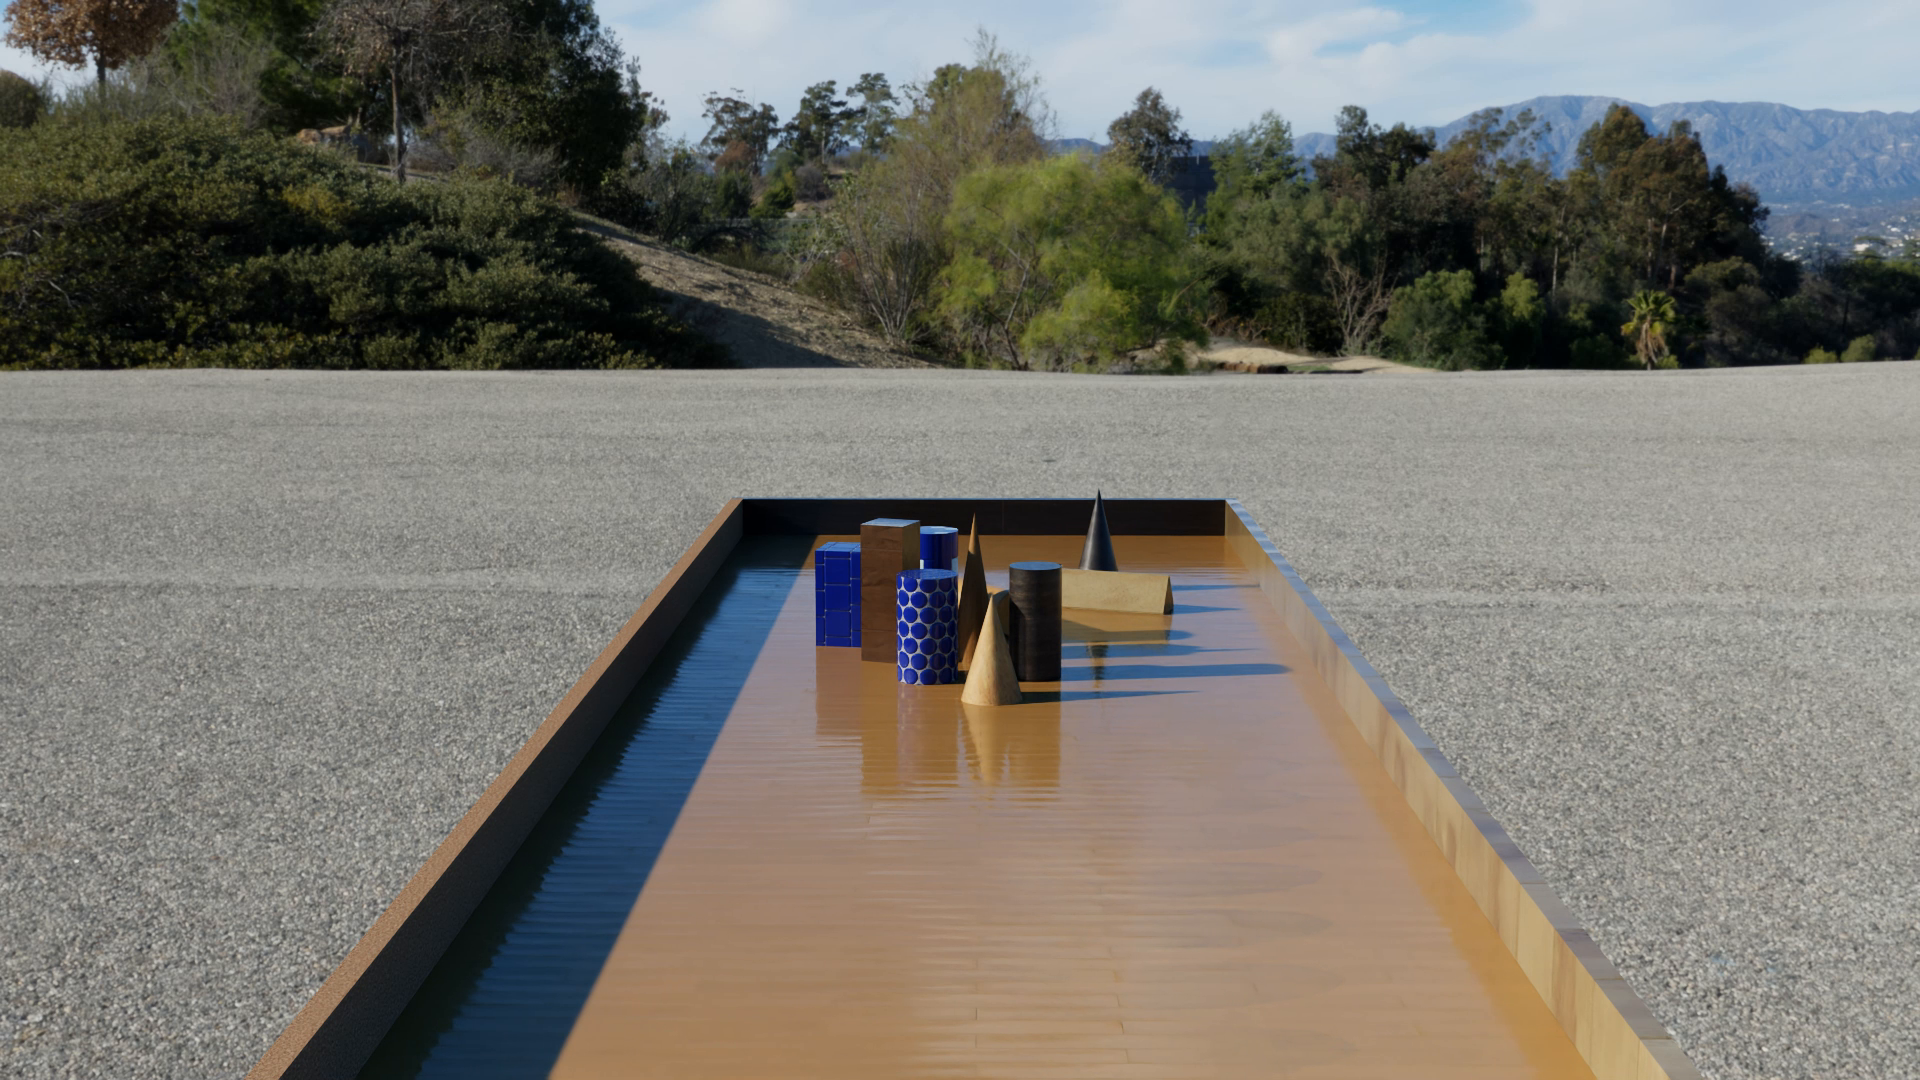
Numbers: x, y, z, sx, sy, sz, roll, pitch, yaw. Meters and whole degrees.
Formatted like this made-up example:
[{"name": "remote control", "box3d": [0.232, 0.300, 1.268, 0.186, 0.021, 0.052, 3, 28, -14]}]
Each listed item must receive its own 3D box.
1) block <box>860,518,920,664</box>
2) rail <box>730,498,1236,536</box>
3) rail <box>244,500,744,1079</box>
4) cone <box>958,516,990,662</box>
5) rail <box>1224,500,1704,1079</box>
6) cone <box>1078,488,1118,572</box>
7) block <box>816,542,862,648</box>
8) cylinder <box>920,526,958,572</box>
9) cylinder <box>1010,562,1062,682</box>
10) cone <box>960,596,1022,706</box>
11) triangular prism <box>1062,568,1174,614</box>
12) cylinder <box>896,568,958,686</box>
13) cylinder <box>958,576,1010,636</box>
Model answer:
[{"name": "block", "box3d": [-0.211, 0.154, 6.696, 0.138, 0.420, 0.138, 4, 10, 22]}, {"name": "rail", "box3d": [0.099, -0.098, 9.147, 2.100, 0.150, 0.050, 0, 9, 1]}, {"name": "rail", "box3d": [-1.004, 0.839, 3.234, 0.050, 0.150, 12.000, 0, 9, 1]}, {"name": "cone", "box3d": [0.044, 0.138, 6.695, 0.147, 0.451, 0.147, 0, 9, 0]}, {"name": "rail", "box3d": [1.046, 0.843, 3.208, 0.050, 0.150, 12.000, 0, 9, 1]}, {"name": "cone", "box3d": [0.493, -0.004, 7.845, 0.179, 0.373, 0.179, 0, 9, 0]}, {"name": "block", "box3d": [-0.350, 0.172, 6.958, 0.176, 0.303, 0.176, 2, 9, 10]}, {"name": "cylinder", "box3d": [-0.086, 0.146, 6.941, 0.162, 0.359, 0.162, 0, 9, 0]}, {"name": "cylinder", "box3d": [0.221, 0.238, 6.449, 0.155, 0.331, 0.155, 0, 9, 0]}, {"name": "cone", "box3d": [0.090, 0.298, 6.167, 0.176, 0.300, 0.176, 0, 9, 0]}, {"name": "triangular prism", "box3d": [0.520, 0.168, 7.535, 0.401, 0.123, 0.142, 3, 10, 19]}, {"name": "cylinder", "box3d": [-0.095, 0.252, 6.425, 0.180, 0.311, 0.180, 0, 9, 0]}, {"name": "cylinder", "box3d": [0.077, 0.213, 7.198, 0.147, 0.147, 0.369, -6, 11, -33]}]
